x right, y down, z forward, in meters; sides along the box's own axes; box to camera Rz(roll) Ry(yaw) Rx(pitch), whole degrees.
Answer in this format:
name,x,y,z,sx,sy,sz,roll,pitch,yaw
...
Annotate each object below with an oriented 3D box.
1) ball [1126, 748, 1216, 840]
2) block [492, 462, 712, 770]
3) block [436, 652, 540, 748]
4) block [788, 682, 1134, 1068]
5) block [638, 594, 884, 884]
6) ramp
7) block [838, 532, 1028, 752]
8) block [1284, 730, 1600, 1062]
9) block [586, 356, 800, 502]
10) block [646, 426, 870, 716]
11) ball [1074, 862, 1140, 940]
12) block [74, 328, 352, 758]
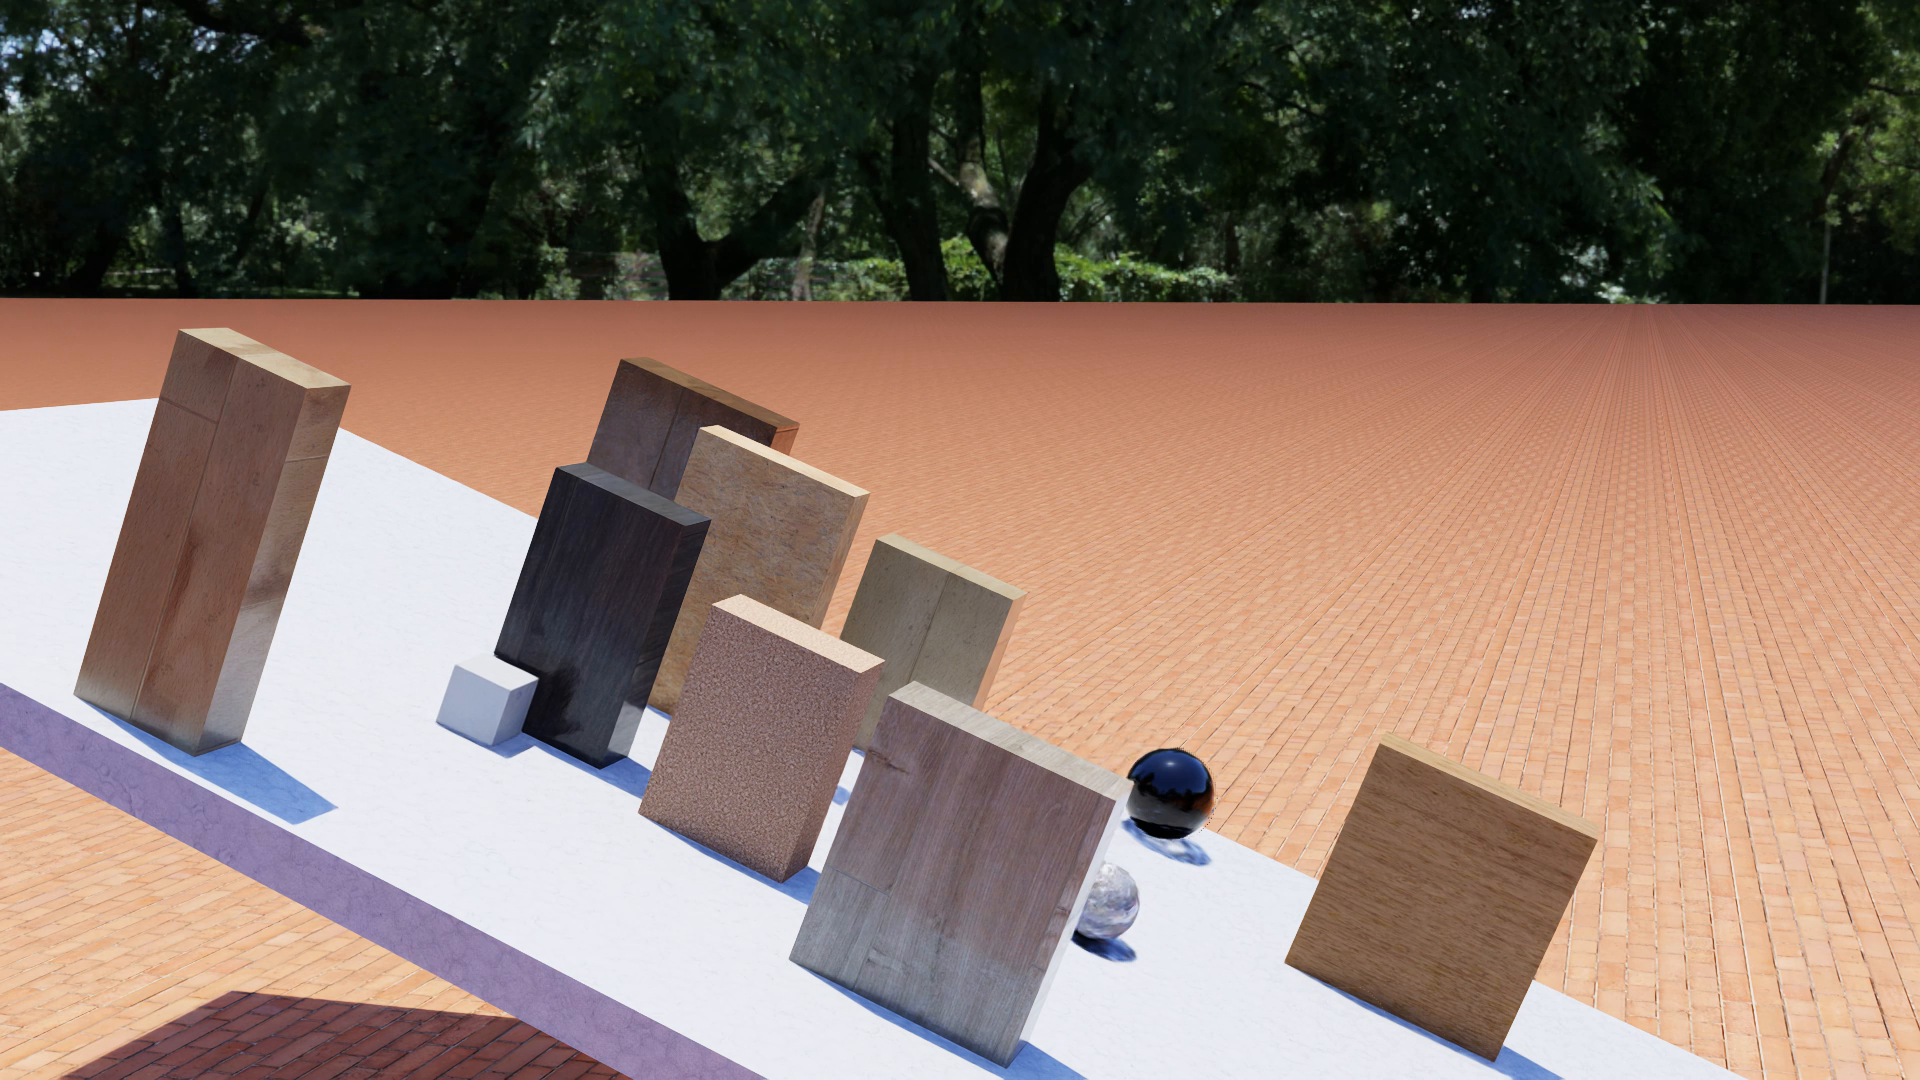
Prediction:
name,x,y,z,sx,sy,sz,roll,pitch,yaw
ball,0.456,0.553,4.797,0.200,0.200,0.200,0,7,0
block,-0.678,0.138,4.061,0.272,0.489,0.118,24,13,13
block,-0.857,0.290,3.991,0.116,0.116,0.116,24,13,11
block,0.000,0.532,3.521,0.395,0.477,0.130,24,13,13
block,-0.352,0.348,3.884,0.293,0.409,0.129,24,13,13
ramp,-0.316,0.566,4.200,4.000,0.100,2.000,24,13,13
block,-0.091,0.252,4.646,0.320,0.434,0.112,24,13,13
block,0.941,0.695,4.313,0.442,0.489,0.122,24,13,13
block,-0.656,-0.106,5.066,0.408,0.512,0.142,24,13,13
block,-0.444,0.101,4.408,0.349,0.568,0.093,24,13,13
ball,0.263,0.674,4.108,0.146,0.146,0.146,0,7,0
block,-1.189,0.002,3.491,0.241,0.628,0.122,24,13,13
